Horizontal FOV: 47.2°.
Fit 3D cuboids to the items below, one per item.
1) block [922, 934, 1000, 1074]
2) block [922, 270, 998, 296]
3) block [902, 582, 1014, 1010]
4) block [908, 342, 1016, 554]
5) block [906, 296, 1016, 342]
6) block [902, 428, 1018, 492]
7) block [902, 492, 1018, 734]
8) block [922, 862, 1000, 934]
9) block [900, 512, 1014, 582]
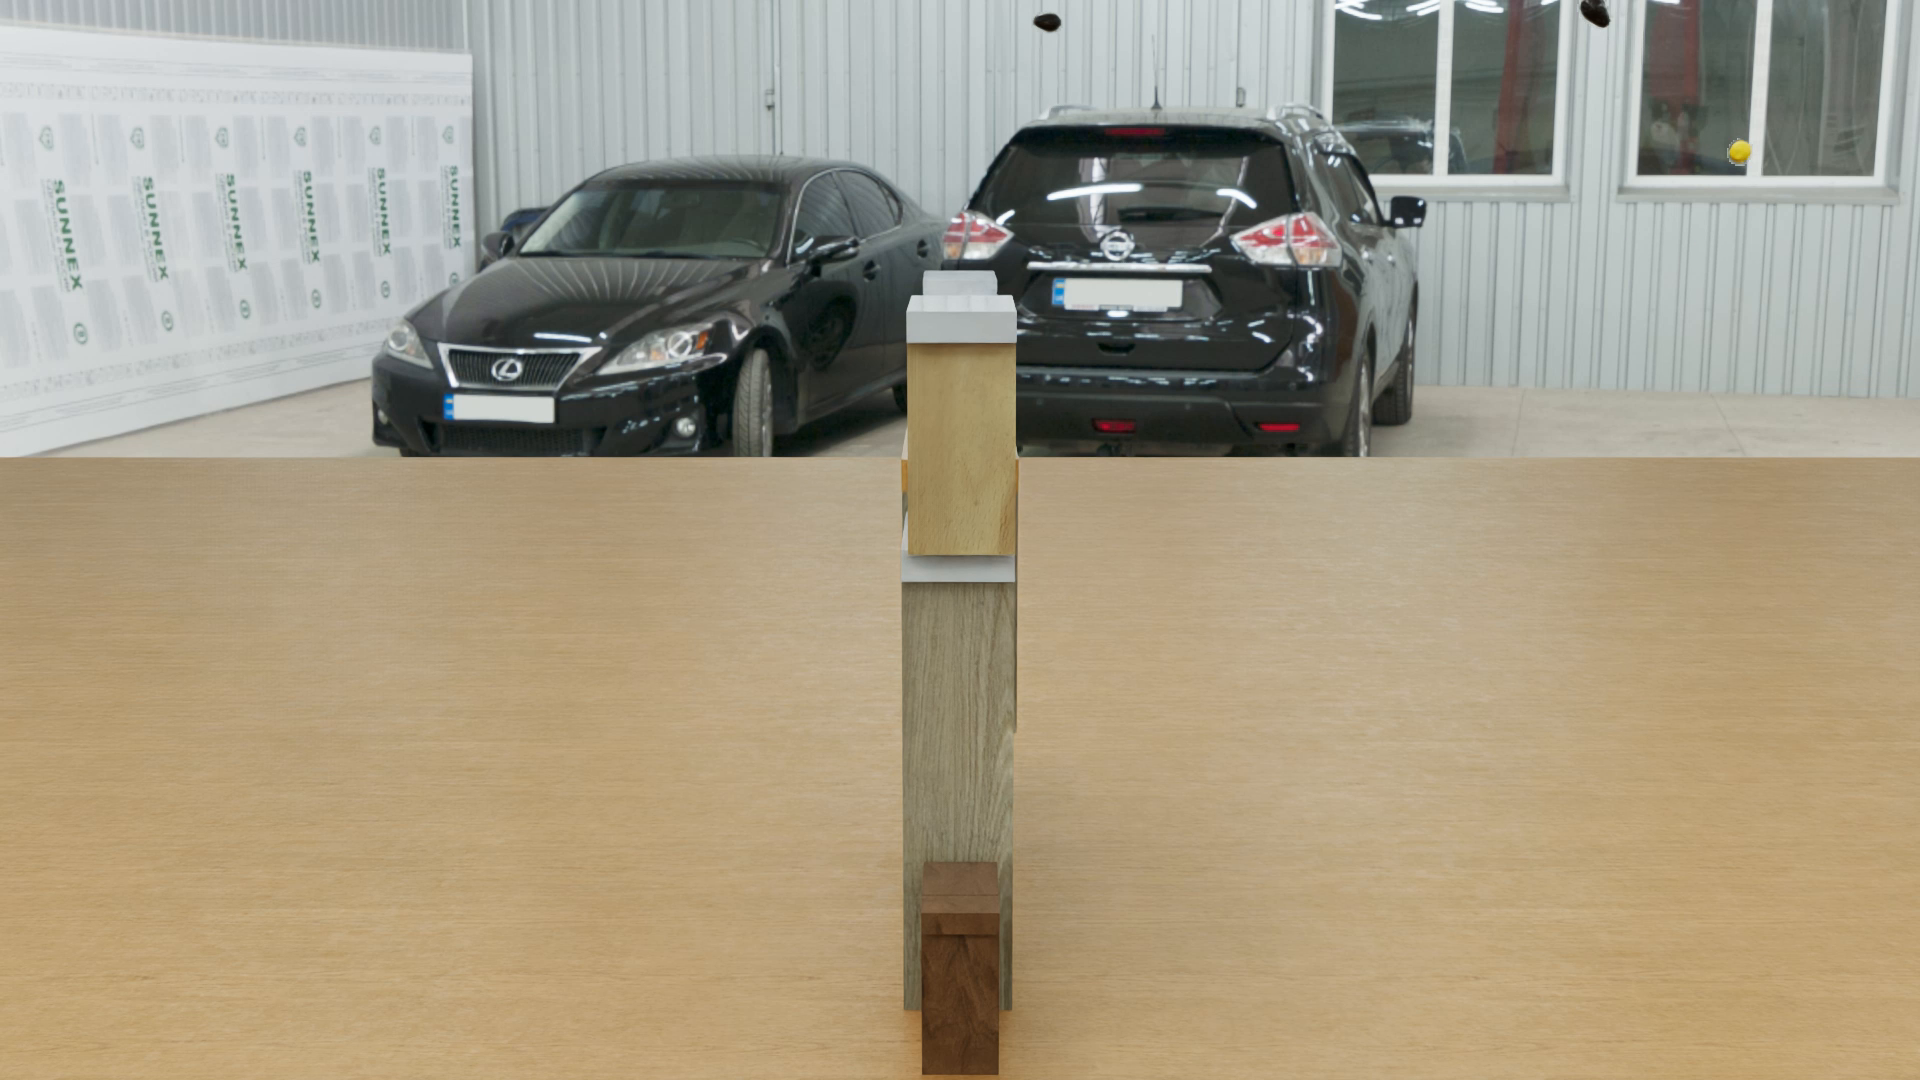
[{"bbox_3d":[0.000,0.617,2.959,0.104,0.207,0.029,0,11,0],"label":"block"},{"bbox_3d":[-0.001,-0.407,3.514,0.115,0.033,0.230,0,11,0],"label":"block"},{"bbox_3d":[-0.003,0.362,3.146,0.157,0.639,0.044,0,11,0],"label":"block"},{"bbox_3d":[0.002,-0.127,2.989,0.146,0.292,0.041,0,11,0],"label":"block"},{"bbox_3d":[0.002,-0.308,3.054,0.146,0.041,0.292,0,11,0],"label":"block"},{"bbox_3d":[-0.001,-0.130,3.506,0.178,0.050,0.355,0,11,0],"label":"block"},{"bbox_3d":[0.000,0.107,3.430,0.178,0.387,0.050,0,11,0],"label":"block"},{"bbox_3d":[0.000,0.488,3.005,0.103,0.029,0.207,0,11,0],"label":"block"},{"bbox_3d":[-0.003,0.007,3.186,0.157,0.044,0.314,0,11,0],"label":"block"}]
